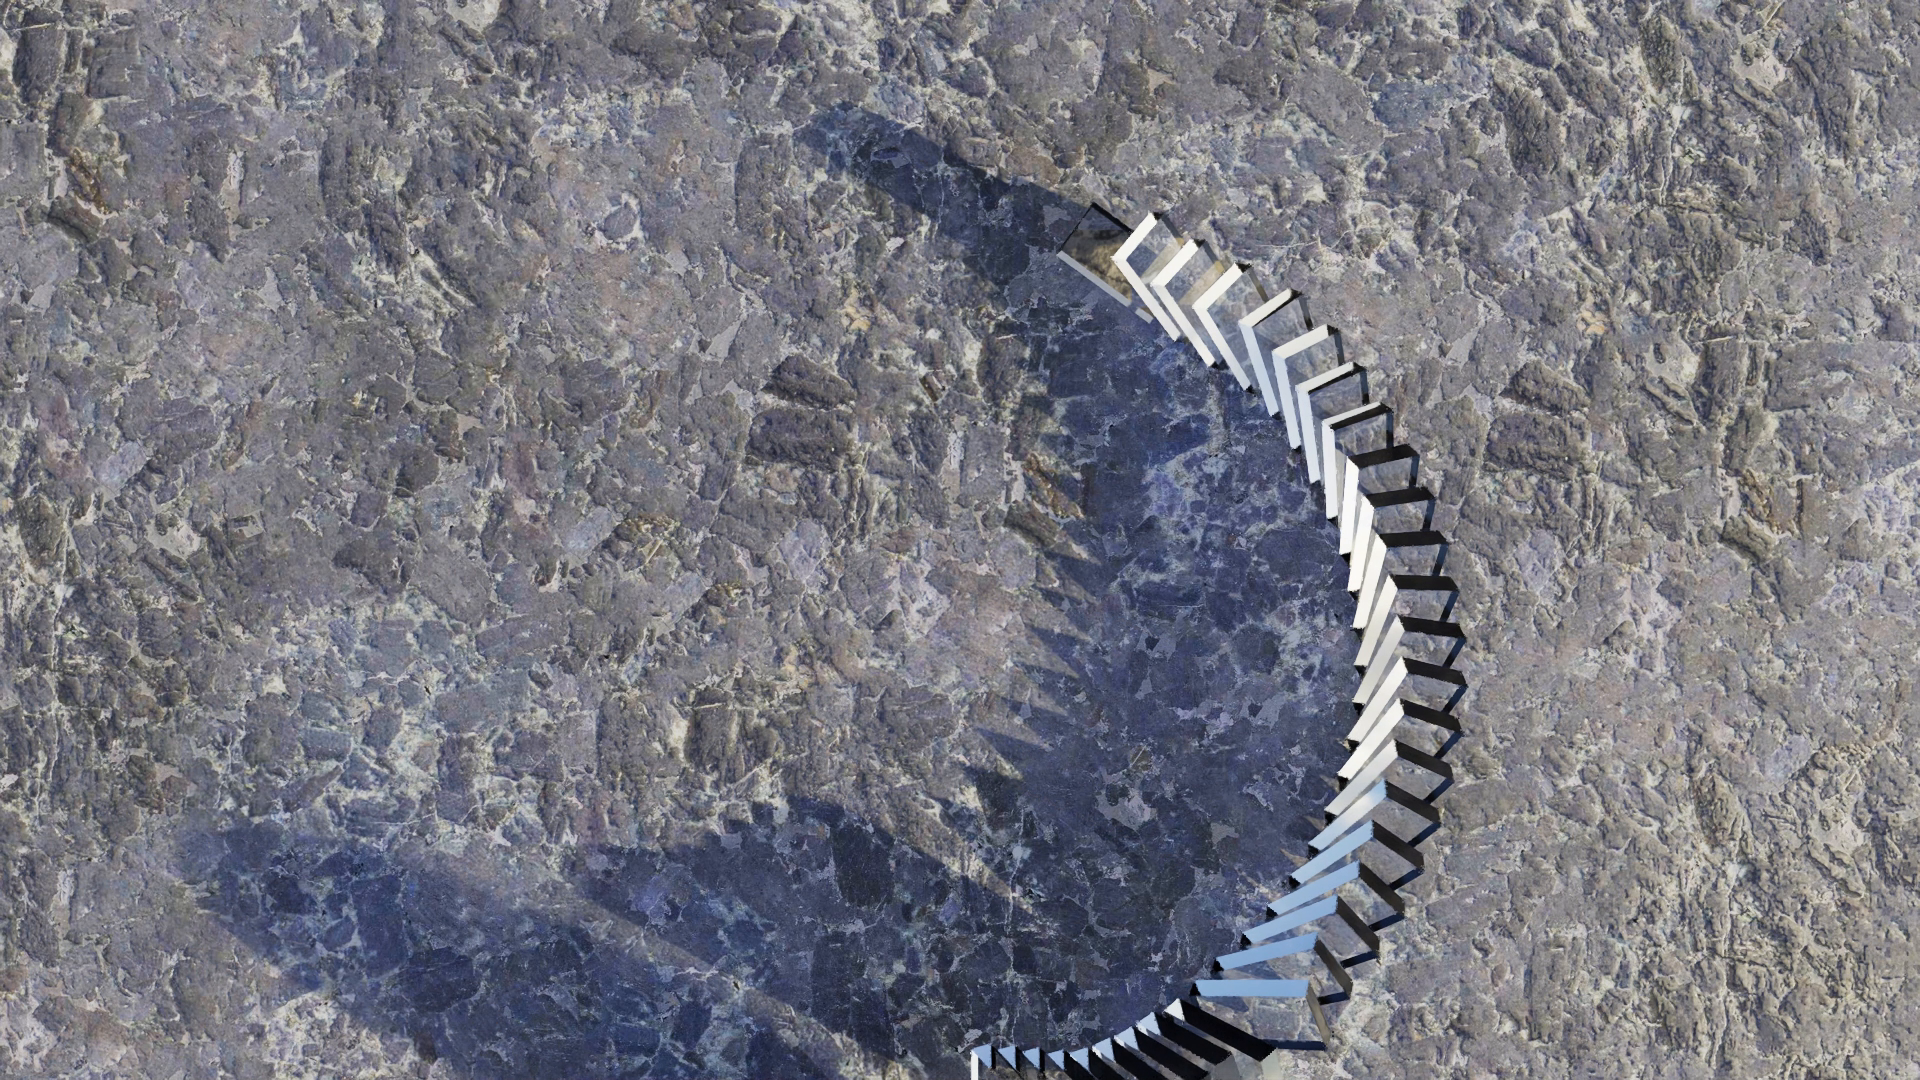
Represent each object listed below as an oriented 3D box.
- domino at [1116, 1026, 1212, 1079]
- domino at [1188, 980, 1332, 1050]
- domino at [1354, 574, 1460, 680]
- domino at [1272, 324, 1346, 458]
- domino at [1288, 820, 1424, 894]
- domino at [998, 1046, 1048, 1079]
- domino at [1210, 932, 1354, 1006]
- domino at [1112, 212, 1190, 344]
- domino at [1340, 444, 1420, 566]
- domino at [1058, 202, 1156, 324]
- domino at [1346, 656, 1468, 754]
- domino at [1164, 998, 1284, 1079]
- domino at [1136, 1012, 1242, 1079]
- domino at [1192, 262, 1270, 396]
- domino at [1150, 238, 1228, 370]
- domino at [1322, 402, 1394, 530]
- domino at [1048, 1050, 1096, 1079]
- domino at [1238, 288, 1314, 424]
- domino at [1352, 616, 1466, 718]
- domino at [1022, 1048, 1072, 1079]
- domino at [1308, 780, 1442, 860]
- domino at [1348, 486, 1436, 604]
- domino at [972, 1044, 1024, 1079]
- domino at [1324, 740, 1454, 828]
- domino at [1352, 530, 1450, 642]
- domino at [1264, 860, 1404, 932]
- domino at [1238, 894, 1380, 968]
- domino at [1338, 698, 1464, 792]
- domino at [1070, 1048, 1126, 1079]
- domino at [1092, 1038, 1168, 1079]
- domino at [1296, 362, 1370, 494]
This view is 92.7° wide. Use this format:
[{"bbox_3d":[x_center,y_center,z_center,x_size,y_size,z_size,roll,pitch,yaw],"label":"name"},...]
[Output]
[{"bbox_3d":[0.085,0.223,0.376,0.009,0.050,0.025,-14,90,-26],"label":"domino"},{"bbox_3d":[0.124,0.197,0.381,0.050,0.009,0.025,-19,97,34],"label":"domino"},{"bbox_3d":[0.185,0.037,0.382,0.025,0.010,0.050,2,126,0],"label":"domino"},{"bbox_3d":[0.148,-0.061,0.382,0.025,0.010,0.050,-27,124,0],"label":"domino"},{"bbox_3d":[0.164,0.139,0.382,0.025,0.009,0.050,34,126,0],"label":"domino"},{"bbox_3d":[0.031,0.233,0.375,0.009,0.050,0.025,0,90,-26],"label":"domino"},{"bbox_3d":[0.133,0.182,0.382,0.050,0.009,0.025,-36,90,36],"label":"domino"},{"bbox_3d":[0.088,-0.109,0.382,0.025,0.009,0.050,-50,122,-2],"label":"domino"},{"bbox_3d":[0.174,-0.014,0.382,0.025,0.010,0.050,-13,125,0],"label":"domino"},{"bbox_3d":[0.070,-0.119,0.395,0.050,0.009,0.025,36,90,0],"label":"domino"},{"bbox_3d":[0.185,0.073,0.382,0.025,0.010,0.050,14,126,0],"label":"domino"},{"bbox_3d":[0.108,0.211,0.375,0.010,0.050,0.025,-20,99,-32],"label":"domino"},{"bbox_3d":[0.095,0.216,0.376,0.009,0.050,0.025,-18,90,-27],"label":"domino"},{"bbox_3d":[0.120,-0.087,0.383,0.025,0.010,0.050,-44,122,0],"label":"domino"},{"bbox_3d":[0.103,-0.098,0.382,0.025,0.010,0.050,-48,122,-1],"label":"domino"},{"bbox_3d":[0.166,-0.030,0.382,0.025,0.010,0.050,-19,124,0],"label":"domino"},{"bbox_3d":[0.052,0.235,0.375,0.010,0.050,0.025,0,90,-26],"label":"domino"},{"bbox_3d":[0.136,-0.076,0.382,0.025,0.010,0.050,-34,125,-1],"label":"domino"},{"bbox_3d":[0.186,0.055,0.382,0.025,0.009,0.050,8,126,0],"label":"domino"},{"bbox_3d":[0.041,0.234,0.375,0.009,0.050,0.025,0,90,-26],"label":"domino"},{"bbox_3d":[0.171,0.123,0.382,0.025,0.009,0.050,29,126,0],"label":"domino"},{"bbox_3d":[0.179,0.003,0.382,0.025,0.010,0.050,-8,126,0],"label":"domino"},{"bbox_3d":[0.020,0.232,0.375,0.010,0.050,0.025,0,90,-26],"label":"domino"},{"bbox_3d":[0.178,0.107,0.382,0.025,0.009,0.050,24,125,0],"label":"domino"},{"bbox_3d":[0.183,0.020,0.382,0.025,0.009,0.050,-4,125,0],"label":"domino"},{"bbox_3d":[0.155,0.155,0.382,0.025,0.009,0.050,42,126,0],"label":"domino"},{"bbox_3d":[0.145,0.168,0.382,0.025,0.009,0.050,46,126,0],"label":"domino"},{"bbox_3d":[0.182,0.090,0.382,0.025,0.009,0.050,19,126,0],"label":"domino"},{"bbox_3d":[0.063,0.234,0.375,0.009,0.050,0.025,-3,90,-26],"label":"domino"},{"bbox_3d":[0.074,0.228,0.375,0.009,0.050,0.025,-10,90,-26],"label":"domino"},{"bbox_3d":[0.157,-0.046,0.382,0.025,0.010,0.050,-24,124,0],"label":"domino"}]
